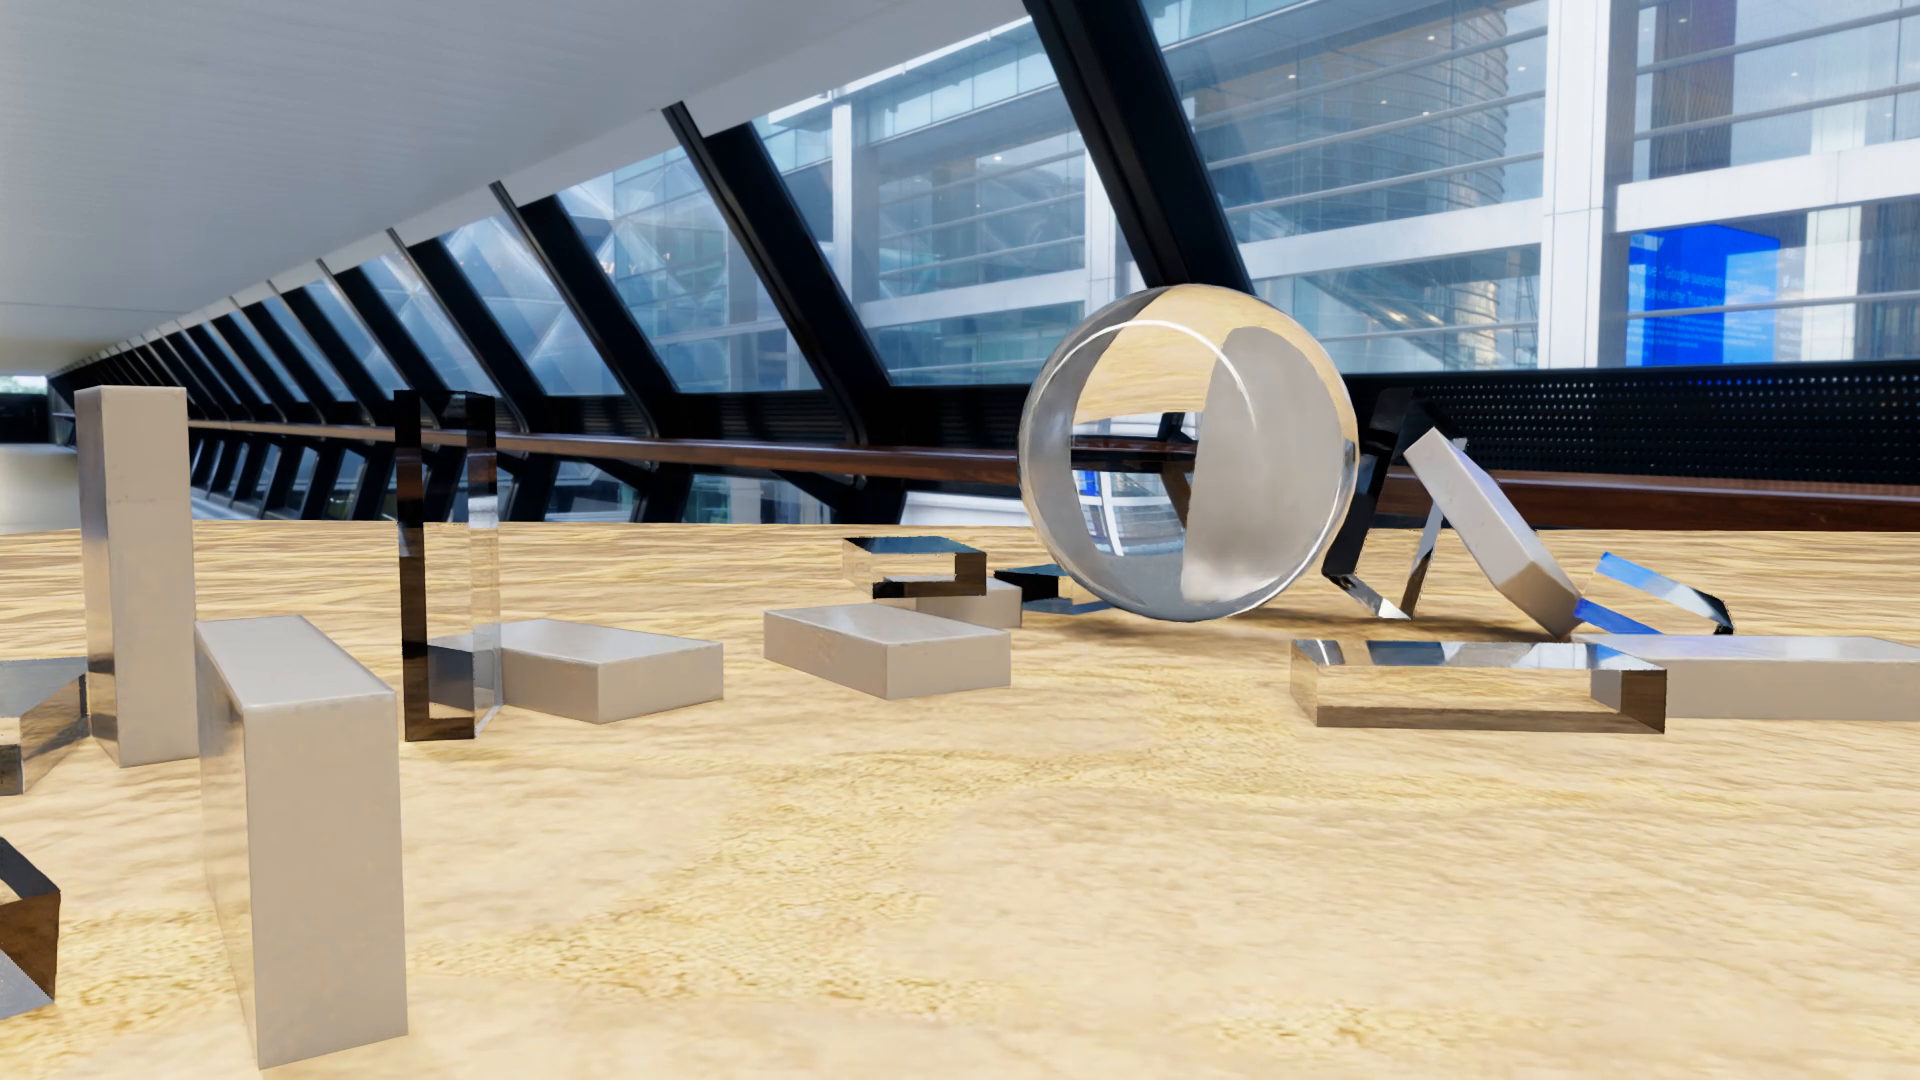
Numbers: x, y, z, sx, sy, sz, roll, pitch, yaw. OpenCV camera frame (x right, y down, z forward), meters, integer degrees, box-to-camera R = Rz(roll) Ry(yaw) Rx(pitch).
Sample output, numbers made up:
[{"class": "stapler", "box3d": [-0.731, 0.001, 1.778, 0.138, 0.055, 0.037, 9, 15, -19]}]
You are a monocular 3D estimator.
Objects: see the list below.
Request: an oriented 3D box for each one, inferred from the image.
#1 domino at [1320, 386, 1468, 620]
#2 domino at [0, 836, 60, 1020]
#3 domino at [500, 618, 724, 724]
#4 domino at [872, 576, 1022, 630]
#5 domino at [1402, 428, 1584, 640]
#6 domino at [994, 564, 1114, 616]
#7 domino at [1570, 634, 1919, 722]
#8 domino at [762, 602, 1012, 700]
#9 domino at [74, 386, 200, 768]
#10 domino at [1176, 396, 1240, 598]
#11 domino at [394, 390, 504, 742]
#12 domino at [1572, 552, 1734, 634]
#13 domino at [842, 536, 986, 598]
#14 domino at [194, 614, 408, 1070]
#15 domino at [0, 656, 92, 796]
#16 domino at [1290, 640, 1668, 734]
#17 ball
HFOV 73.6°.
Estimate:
[{"class": "domino", "box3d": [0.106, -0.009, 0.312, 0.025, 0.050, 0.009, 32, -17, -32]}, {"class": "domino", "box3d": [-0.095, 0.025, 0.099, 0.050, 0.009, 0.025, 18, 13, 31]}, {"class": "domino", "box3d": [-0.067, 0.021, 0.219, 0.050, 0.010, 0.025, 3, 5, 37]}, {"class": "domino", "box3d": [-0.004, 0.014, 0.317, 0.025, 0.009, 0.050, -1, 4, -15]}, {"class": "domino", "box3d": [0.121, -0.002, 0.290, 0.025, 0.009, 0.050, 32, 27, -29]}, {"class": "domino", "box3d": [0.035, 0.012, 0.346, 0.025, 0.009, 0.050, 4, 6, 40]}, {"class": "domino", "box3d": [0.131, 0.022, 0.210, 0.050, 0.009, 0.025, 0, 4, 4]}, {"class": "domino", "box3d": [-0.015, 0.020, 0.240, 0.025, 0.009, 0.050, -3, 5, -33]}, {"class": "domino", "box3d": [-0.115, 0.004, 0.179, 0.010, 0.050, 0.025, -4, 6, -41]}, {"class": "domino", "box3d": [0.070, -0.012, 0.358, 0.009, 0.050, 0.025, 2, -28, 20]}, {"class": "domino", "box3d": [-0.077, 0.003, 0.195, 0.009, 0.050, 0.025, -1, 4, -11]}, {"class": "domino", "box3d": [0.141, 0.014, 0.262, 0.025, 0.009, 0.050, 27, 16, 24]}, {"class": "domino", "box3d": [-0.012, 0.006, 0.301, 0.025, 0.009, 0.050, -1, 4, -13]}, {"class": "domino", "box3d": [-0.058, 0.022, 0.110, 0.009, 0.025, 0.050, -3, 5, -34]}, {"class": "domino", "box3d": [-0.135, 0.025, 0.174, 0.025, 0.009, 0.050, -2, 5, -23]}, {"class": "domino", "box3d": [0.080, 0.023, 0.203, 0.050, 0.009, 0.025, 0, 4, 5]}, {"class": "ball", "box3d": [0.053, -0.020, 0.305, 0.080, 0.080, 0.080, 0, 4, 0]}]
